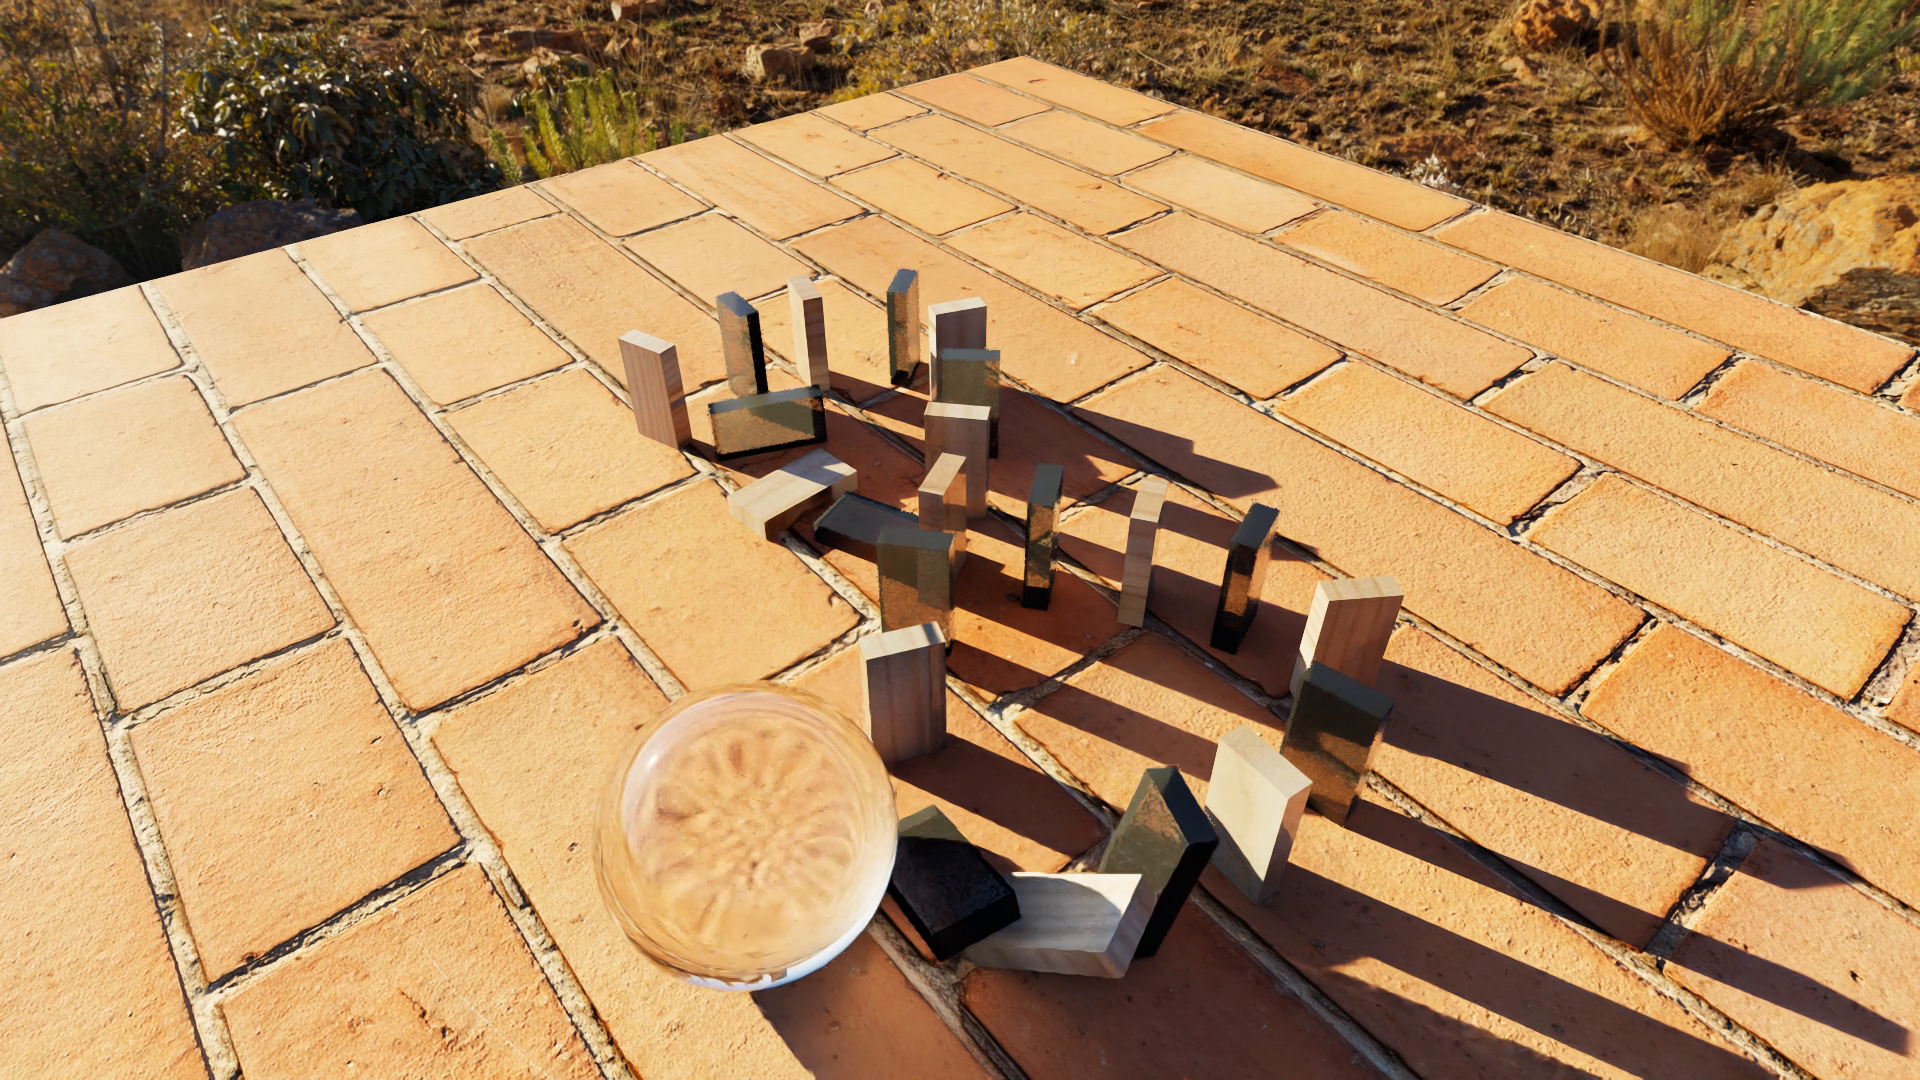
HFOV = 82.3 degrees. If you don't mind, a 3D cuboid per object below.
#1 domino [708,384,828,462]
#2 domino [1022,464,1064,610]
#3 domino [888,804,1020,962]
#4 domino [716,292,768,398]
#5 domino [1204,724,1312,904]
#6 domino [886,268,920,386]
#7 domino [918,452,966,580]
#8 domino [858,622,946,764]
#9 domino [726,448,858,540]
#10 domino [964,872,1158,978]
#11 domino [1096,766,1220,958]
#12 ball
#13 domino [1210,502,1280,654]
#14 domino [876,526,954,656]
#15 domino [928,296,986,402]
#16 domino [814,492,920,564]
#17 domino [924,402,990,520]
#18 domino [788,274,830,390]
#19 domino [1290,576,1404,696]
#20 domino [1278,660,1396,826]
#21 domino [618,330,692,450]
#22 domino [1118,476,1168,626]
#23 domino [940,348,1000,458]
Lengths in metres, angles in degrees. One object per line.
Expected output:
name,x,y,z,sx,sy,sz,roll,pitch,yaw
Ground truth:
domino,-0.086,-0.053,0.496,0.050,0.025,0.009,-12,41,-14
domino,0.031,-0.001,0.412,0.009,0.050,0.025,7,40,9
domino,-0.007,0.096,0.313,0.025,0.010,0.050,-21,24,-21
domino,-0.102,-0.089,0.520,0.009,0.050,0.025,-24,45,-27
domino,0.083,0.079,0.315,0.010,0.050,0.025,-24,45,-26
domino,-0.027,-0.104,0.538,0.009,0.050,0.025,7,40,9
domino,-0.006,-0.005,0.418,0.009,0.050,0.025,13,41,15
domino,-0.018,0.050,0.351,0.025,0.050,0.010,-12,41,-14
domino,-0.071,-0.020,0.468,0.025,0.009,0.050,32,49,33
domino,0.026,0.103,0.297,0.050,0.010,0.025,-15,25,42
domino,0.052,0.089,0.302,0.010,0.050,0.025,0,37,-23
ball,-0.056,0.078,0.293,0.080,0.080,0.080,0,39,0
domino,0.102,0.014,0.394,0.009,0.050,0.025,20,43,22
domino,-0.015,0.019,0.389,0.025,0.050,0.009,7,40,8
domino,-0.001,-0.088,0.519,0.025,0.050,0.009,-13,41,-16
domino,-0.031,-0.002,0.446,0.050,0.010,0.025,19,43,22
domino,-0.001,-0.032,0.450,0.025,0.050,0.009,6,40,7
domino,-0.073,-0.100,0.533,0.010,0.050,0.025,-15,42,-18
domino,0.129,0.035,0.369,0.025,0.050,0.009,-4,39,-5
domino,0.112,0.063,0.335,0.025,0.050,0.010,29,47,30
domino,-0.136,-0.067,0.493,0.025,0.050,0.010,22,44,25
domino,0.067,0.005,0.406,0.009,0.050,0.025,11,41,13
domino,0.005,-0.060,0.484,0.025,0.050,0.010,2,39,3
